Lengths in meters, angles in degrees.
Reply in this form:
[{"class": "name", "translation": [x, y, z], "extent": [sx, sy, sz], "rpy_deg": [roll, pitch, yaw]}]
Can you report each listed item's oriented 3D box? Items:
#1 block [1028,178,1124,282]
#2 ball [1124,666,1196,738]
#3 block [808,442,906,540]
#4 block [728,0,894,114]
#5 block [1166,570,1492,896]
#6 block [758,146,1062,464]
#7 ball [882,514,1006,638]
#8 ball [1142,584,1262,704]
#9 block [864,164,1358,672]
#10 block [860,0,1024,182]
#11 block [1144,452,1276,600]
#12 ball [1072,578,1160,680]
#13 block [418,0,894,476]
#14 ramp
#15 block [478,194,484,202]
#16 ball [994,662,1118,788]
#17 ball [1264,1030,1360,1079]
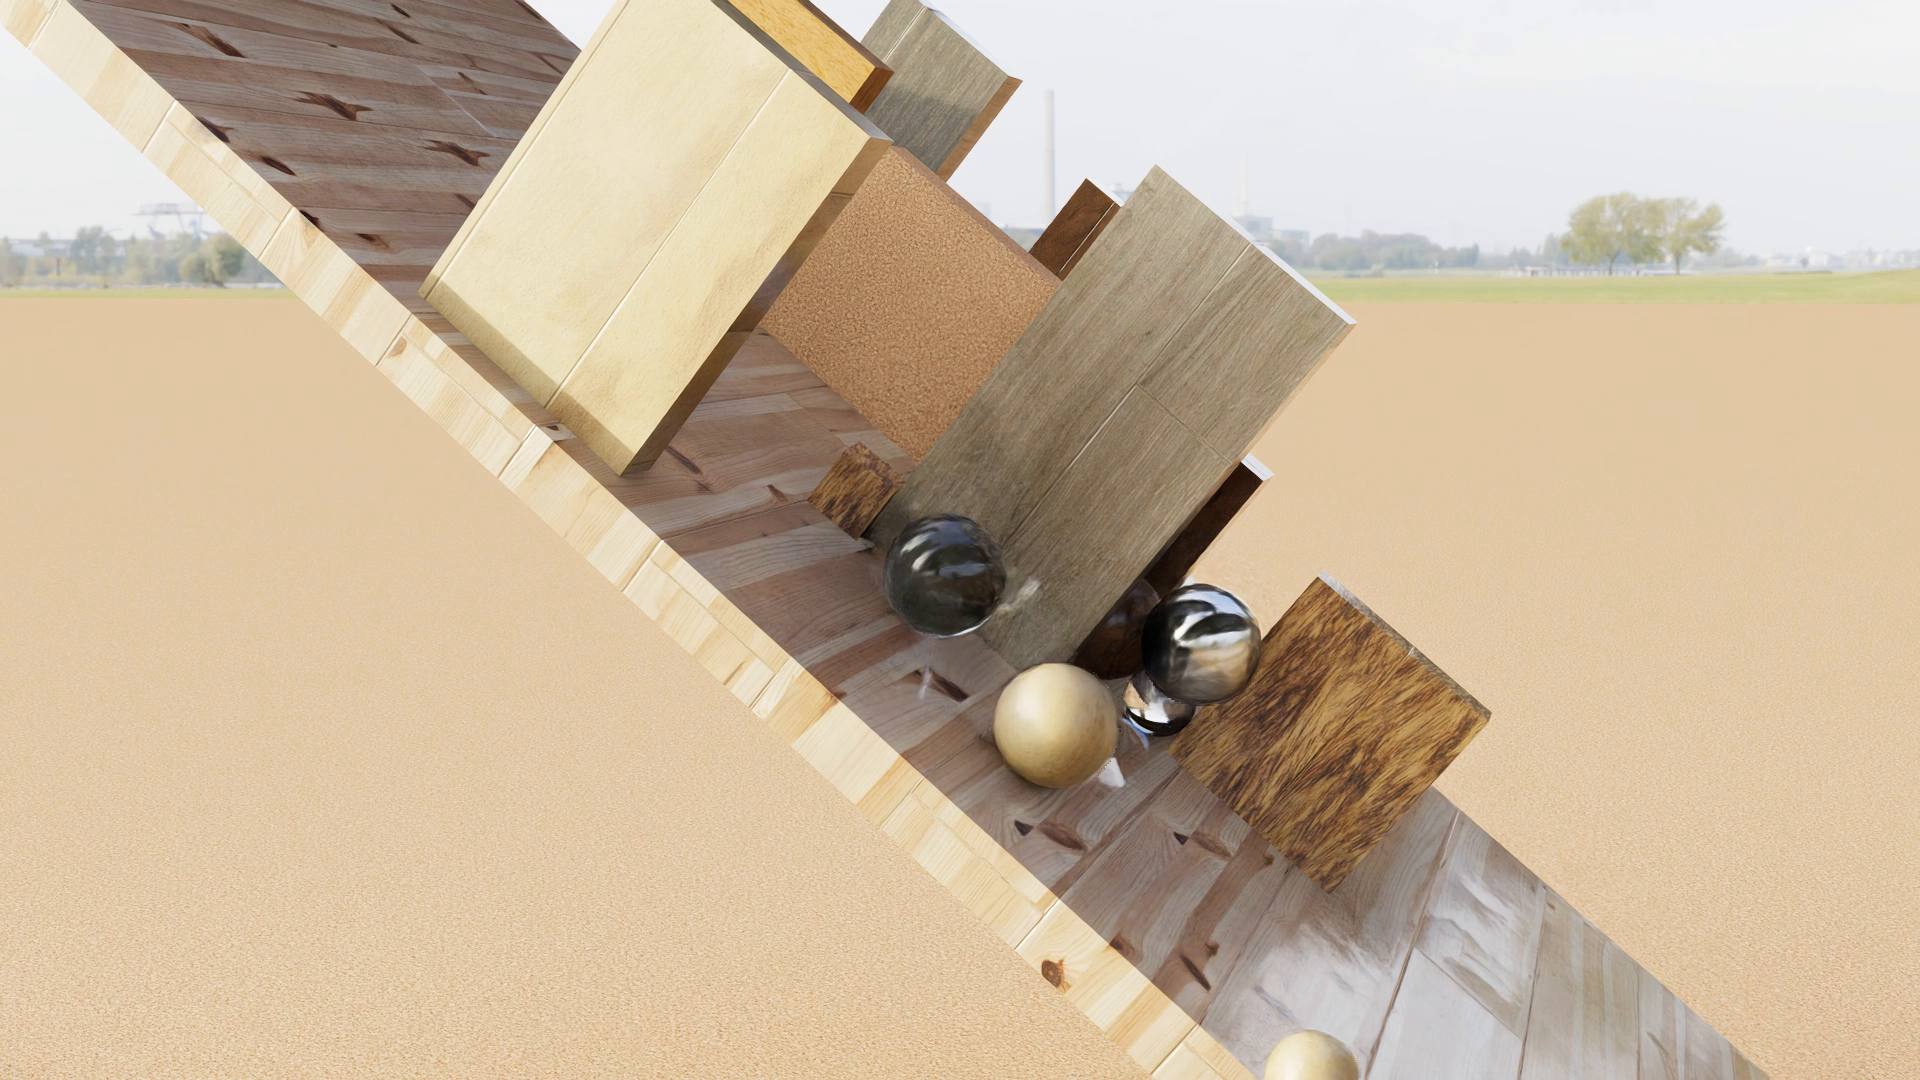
[{"class": "block", "translation": [0.244, -0.427, 4.689], "extent": [0.372, 0.570, 0.098], "rpy_deg": [41, 16, 9]}, {"class": "ball", "translation": [0.346, 0.277, 3.803], "extent": [0.127, 0.127, 0.127], "rpy_deg": [0, 7, 0]}, {"class": "block", "translation": [-0.171, -0.083, 3.688], "extent": [0.107, 0.107, 0.107], "rpy_deg": [39, 16, 1]}, {"class": "block", "translation": [-0.413, -0.596, 3.589], "extent": [0.277, 0.638, 0.094], "rpy_deg": [41, 16, 9]}, {"class": "block", "translation": [0.629, 0.329, 3.771], "extent": [0.371, 0.408, 0.085], "rpy_deg": [41, 16, 9]}, {"class": "block", "translation": [-0.088, -0.452, 4.278], "extent": [0.449, 0.434, 0.114], "rpy_deg": [41, 16, 9]}, {"class": "ball", "translation": [-0.024, 0.056, 3.473], "extent": [0.195, 0.195, 0.195], "rpy_deg": [0, 7, 0]}, {"class": "ball", "translation": [0.405, 0.174, 3.689], "extent": [0.202, 0.202, 0.202], "rpy_deg": [0, 7, 0]}, {"class": "block", "translation": [0.238, -0.179, 3.614], "extent": [0.399, 0.784, 0.114], "rpy_deg": [41, 16, 9]}, {"class": "block", "translation": [-0.188, -0.805, 4.633], "extent": [0.297, 0.645, 0.115], "rpy_deg": [41, 16, 9]}, {"class": "block", "translation": [0.314, -0.028, 3.975], "extent": [0.266, 0.451, 0.129], "rpy_deg": [41, 16, 9]}, {"class": "ball", "translation": [0.258, 0.144, 3.839], "extent": [0.200, 0.200, 0.200], "rpy_deg": [0, 7, 0]}, {"class": "block", "translation": [-0.451, -0.467, 3.198], "extent": [0.420, 0.617, 0.101], "rpy_deg": [41, 16, 9]}, {"class": "ramp", "translation": [-0.007, 0.056, 4.043], "extent": [4.000, 0.100, 2.000], "rpy_deg": [41, 16, 9]}, {"class": "block", "translation": [-0.718, -0.537, 3.629], "extent": [0.114, 0.114, 0.114], "rpy_deg": [38, -26, -2]}, {"class": "ball", "translation": [0.142, 0.274, 3.261], "extent": [0.185, 0.185, 0.185], "rpy_deg": [0, 7, 0]}, {"class": "ball", "translation": [0.463, 0.710, 2.900], "extent": [0.124, 0.124, 0.124], "rpy_deg": [0, 7, 0]}]
